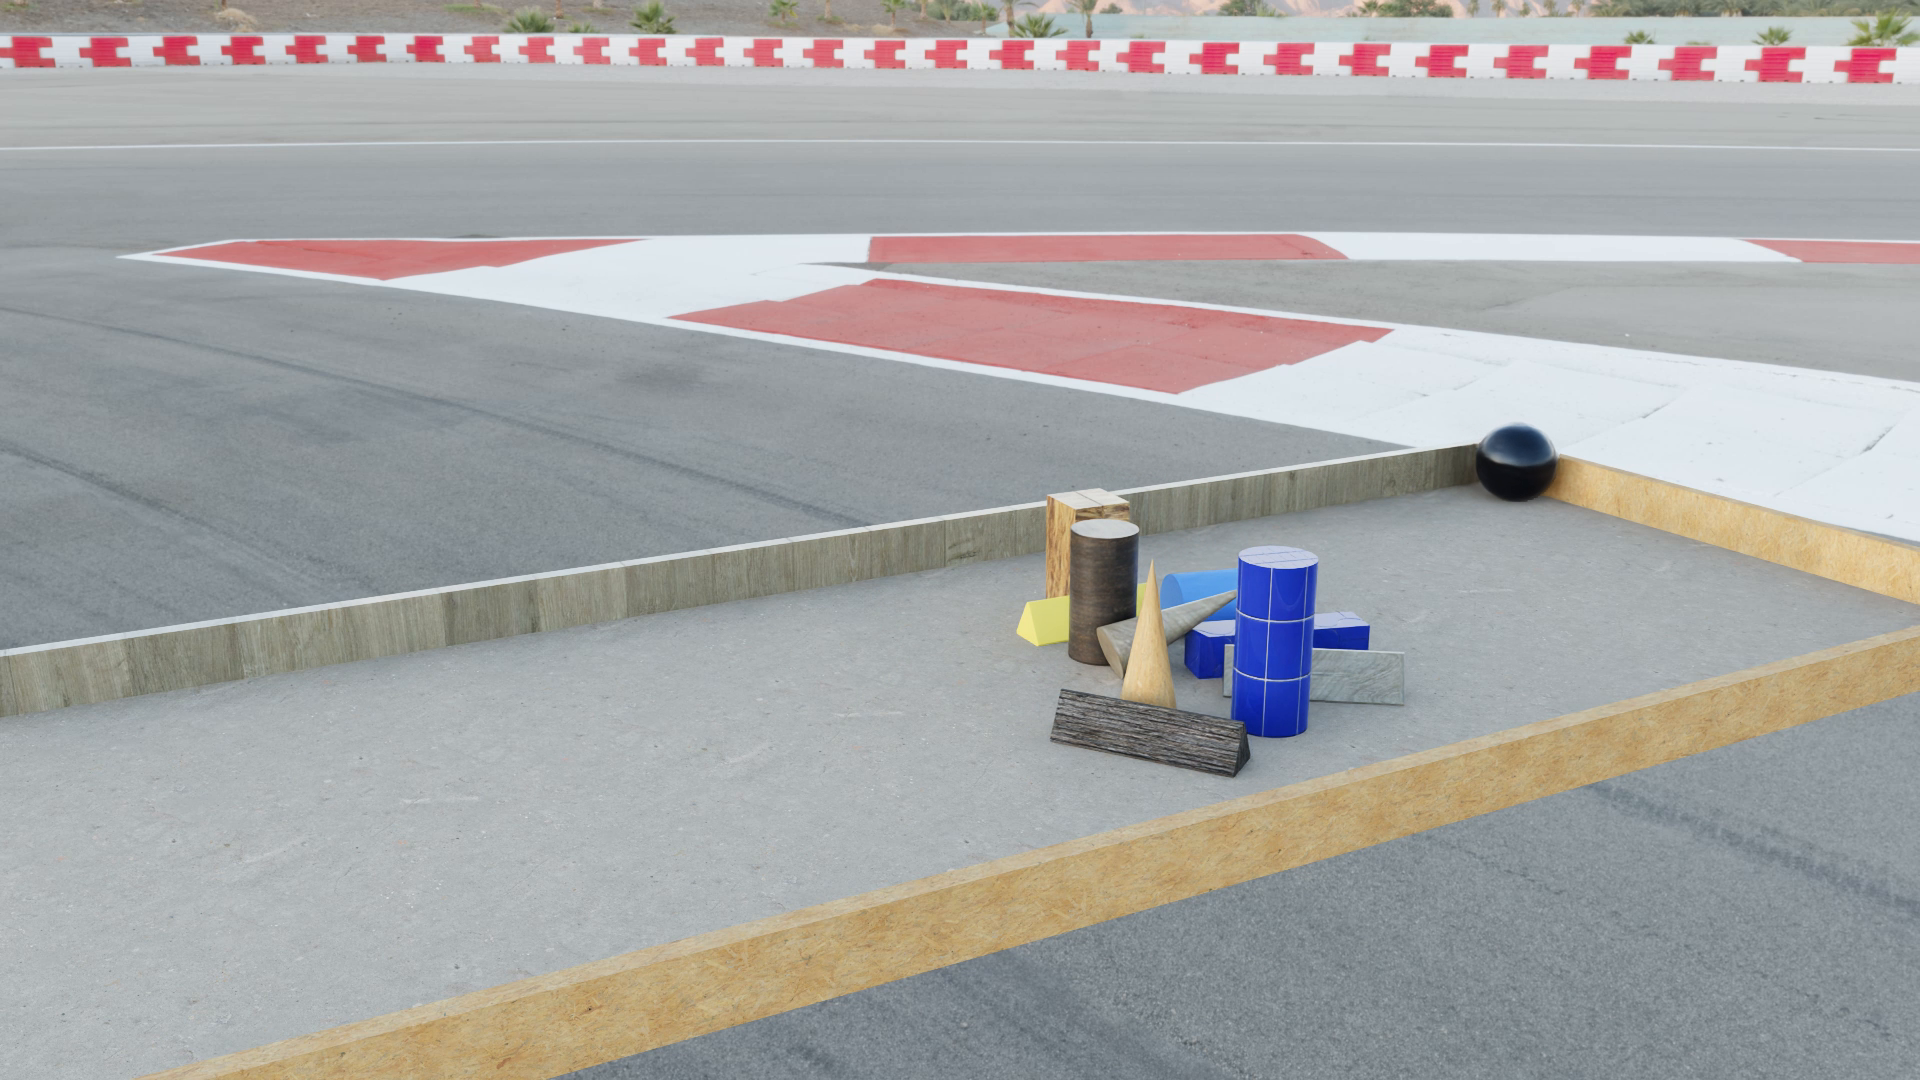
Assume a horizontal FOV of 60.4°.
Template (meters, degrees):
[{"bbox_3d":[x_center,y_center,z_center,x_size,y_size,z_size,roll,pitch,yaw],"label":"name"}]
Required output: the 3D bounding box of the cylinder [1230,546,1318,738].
[{"bbox_3d":[0.728,0.235,3.827,0.180,0.410,0.180,0,16,0],"label":"cylinder"}]

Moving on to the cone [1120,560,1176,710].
[{"bbox_3d":[0.440,0.236,3.824,0.153,0.410,0.153,0,16,0],"label":"cone"}]

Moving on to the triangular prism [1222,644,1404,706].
[{"bbox_3d":[0.868,0.320,4.058,0.432,0.112,0.129,2,17,7],"label":"triangular prism"}]

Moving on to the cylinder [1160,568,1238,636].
[{"bbox_3d":[0.738,0.163,4.500,0.344,0.169,0.169,-4,17,-15],"label":"cylinder"}]

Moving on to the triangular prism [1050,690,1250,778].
[{"bbox_3d":[0.428,0.422,3.720,0.436,0.107,0.123,8,18,26],"label":"triangular prism"}]

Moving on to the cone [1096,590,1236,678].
[{"bbox_3d":[0.566,0.199,4.183,0.420,0.142,0.142,-24,21,-9],"label":"cone"}]

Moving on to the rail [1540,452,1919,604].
[{"bbox_3d":[2.466,-0.048,5.253,0.050,0.150,2.100,-9,18,-27],"label":"rail"}]

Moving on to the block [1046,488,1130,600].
[{"bbox_3d":[0.357,0.040,4.642,0.169,0.325,0.169,-8,18,-23],"label":"block"}]

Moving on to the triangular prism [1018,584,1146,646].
[{"bbox_3d":[0.359,0.191,4.510,0.397,0.104,0.120,-8,18,-25],"label":"triangular prism"}]

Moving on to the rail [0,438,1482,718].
[{"bbox_3d":[-3.305,0.497,3.399,12.000,0.150,0.050,-9,18,-27],"label":"rail"}]

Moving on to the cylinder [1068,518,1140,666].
[{"bbox_3d":[0.372,0.135,4.283,0.176,0.345,0.176,0,17,0],"label":"cylinder"}]

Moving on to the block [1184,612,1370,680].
[{"bbox_3d":[0.814,0.269,4.240,0.456,0.112,0.112,-3,17,-11],"label":"block"}]

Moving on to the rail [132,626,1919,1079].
[{"bbox_3d":[-2.336,1.006,1.665,12.000,0.150,0.050,-9,18,-27],"label":"rail"}]

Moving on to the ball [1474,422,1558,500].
[{"bbox_3d":[1.958,-0.278,5.810,0.276,0.276,0.276,0,16,0],"label":"ball"}]
